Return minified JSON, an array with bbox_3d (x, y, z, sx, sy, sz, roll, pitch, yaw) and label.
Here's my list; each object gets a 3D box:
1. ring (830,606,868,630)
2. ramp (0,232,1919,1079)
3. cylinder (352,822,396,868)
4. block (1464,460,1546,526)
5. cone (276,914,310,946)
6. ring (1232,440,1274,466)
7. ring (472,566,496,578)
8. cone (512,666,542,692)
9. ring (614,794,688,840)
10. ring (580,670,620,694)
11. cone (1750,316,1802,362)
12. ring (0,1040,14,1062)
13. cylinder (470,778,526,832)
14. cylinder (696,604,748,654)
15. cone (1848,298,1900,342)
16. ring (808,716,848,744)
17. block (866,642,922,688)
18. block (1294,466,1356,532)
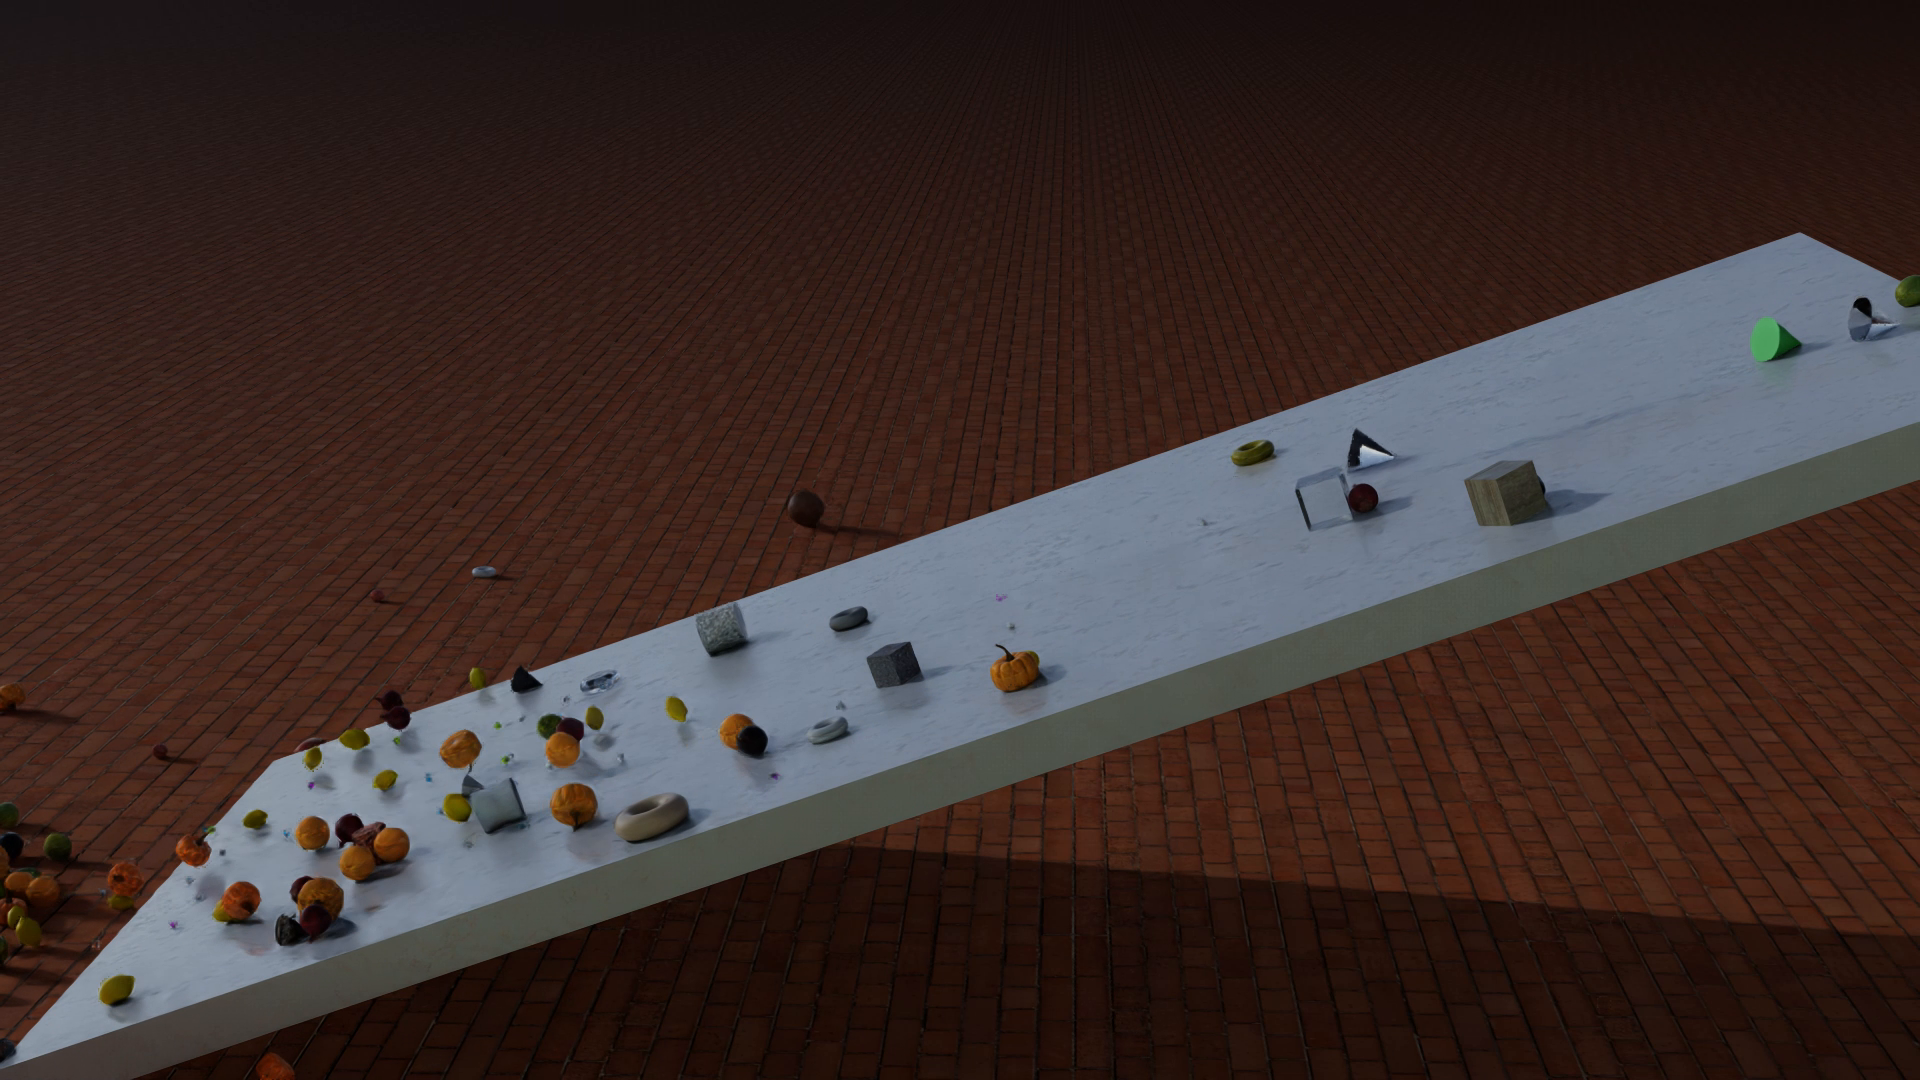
[{"bbox_3d":[-0.250,0.177,6.606,0.092,0.031,0.092,-20,10,4],"label":"ring"},{"bbox_3d":[0.113,0.178,6.299,4.000,0.100,2.000,-19,11,6],"label":"ramp"},{"bbox_3d":[-1.204,0.626,6.043,0.071,0.071,0.071,-20,11,4],"label":"cylinder"},{"bbox_3d":[1.015,-0.087,5.474,0.093,0.093,0.093,-26,12,-26],"label":"block"},{"bbox_3d":[-1.282,0.754,5.685,0.061,0.061,0.061,5,6,-41],"label":"cone"},{"bbox_3d":[0.673,-0.201,6.765,0.103,0.034,0.103,-20,12,5],"label":"ring"},{"bbox_3d":[-1.595,0.108,9.864,0.081,0.027,0.081,1,14,0],"label":"ring"},{"bbox_3d":[-1.052,0.348,7.201,0.065,0.065,0.065,12,16,16],"label":"cone"},{"bbox_3d":[-0.579,0.519,5.515,0.146,0.049,0.146,-18,12,4],"label":"ring"},{"bbox_3d":[-0.847,0.332,6.912,0.097,0.032,0.097,-18,12,4],"label":"ring"},{"bbox_3d":[1.668,-0.402,5.957,0.092,0.092,0.092,4,10,-23],"label":"cone"},{"bbox_3d":[-1.864,1.017,5.635,0.046,0.139,0.139,38,13,-3],"label":"ring"},{"bbox_3d":[-0.935,0.538,5.957,0.085,0.085,0.085,-21,15,-5],"label":"cylinder"},{"bbox_3d":[-0.554,0.206,6.838,0.094,0.094,0.094,-19,11,6],"label":"cylinder"},{"bbox_3d":[1.824,-0.432,5.827,0.090,0.090,0.090,5,11,-13],"label":"cone"},{"bbox_3d":[-0.258,0.369,5.715,0.085,0.028,0.085,-21,12,5],"label":"ring"},{"bbox_3d":[-0.134,0.253,5.946,0.067,0.067,0.067,-10,15,41],"label":"block"},{"bbox_3d":[0.738,-0.083,5.944,0.092,0.092,0.092,-17,12,15],"label":"block"}]
